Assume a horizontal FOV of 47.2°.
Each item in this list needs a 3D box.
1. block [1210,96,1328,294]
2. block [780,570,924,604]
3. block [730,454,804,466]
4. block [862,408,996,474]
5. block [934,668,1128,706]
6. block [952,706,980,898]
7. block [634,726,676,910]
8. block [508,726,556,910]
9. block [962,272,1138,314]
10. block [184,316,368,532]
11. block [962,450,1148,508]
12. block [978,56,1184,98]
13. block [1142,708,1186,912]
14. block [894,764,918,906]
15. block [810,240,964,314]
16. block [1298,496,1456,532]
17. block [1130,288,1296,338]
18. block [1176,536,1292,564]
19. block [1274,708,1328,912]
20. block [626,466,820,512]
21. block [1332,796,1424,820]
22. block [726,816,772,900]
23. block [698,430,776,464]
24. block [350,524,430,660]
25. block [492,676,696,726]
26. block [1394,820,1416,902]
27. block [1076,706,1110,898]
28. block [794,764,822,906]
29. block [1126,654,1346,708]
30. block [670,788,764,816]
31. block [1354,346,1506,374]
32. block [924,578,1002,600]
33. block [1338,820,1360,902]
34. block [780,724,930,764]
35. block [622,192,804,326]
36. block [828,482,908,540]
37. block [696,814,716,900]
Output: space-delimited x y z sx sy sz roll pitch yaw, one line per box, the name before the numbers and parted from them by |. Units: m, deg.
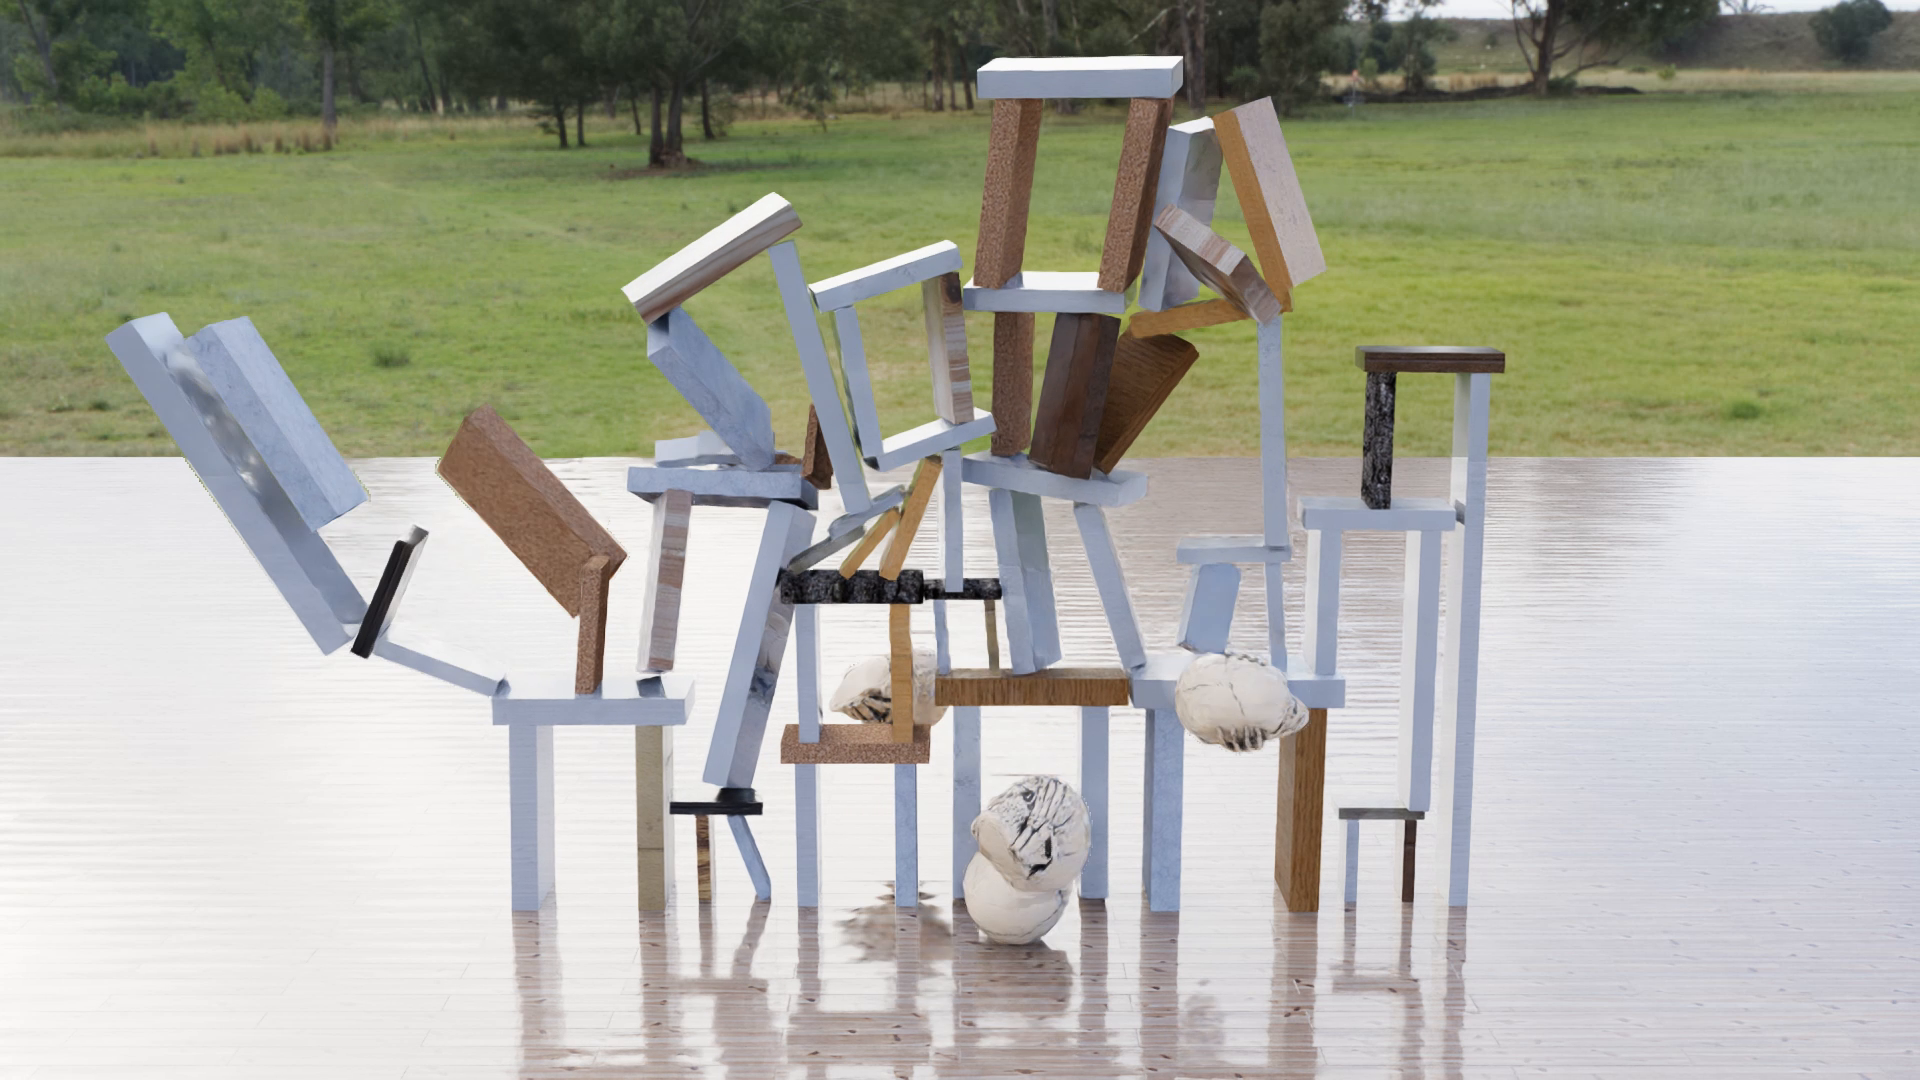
block | 0.482 -0.536 3.413 0.041 0.286 0.143 -15 9 34
block | -0.174 0.075 3.577 0.229 0.032 0.114 0 11 -1
block | -0.329 -0.131 3.714 0.133 0.019 0.067 5 -8 25
block | -0.052 -0.162 3.552 0.202 0.029 0.101 -21 15 -13
block | 0.116 0.243 3.651 0.315 0.045 0.157 0 3 0
block | 0.010 0.423 3.657 0.045 0.315 0.158 0 3 0
block | -0.503 0.437 3.640 0.044 0.311 0.155 0 11 -1
block | -0.707 0.437 3.639 0.044 0.310 0.155 1 11 0
block | 0.146 -0.401 3.549 0.261 0.037 0.130 2 20 13
block | -1.092 -0.189 3.527 0.050 0.354 0.177 -31 8 6
block | 0.153 -0.103 3.618 0.279 0.040 0.139 11 12 22
block | 0.189 -0.719 3.418 0.300 0.042 0.150 2 20 12
block | 0.335 0.423 3.638 0.048 0.339 0.170 0 10 0
block | -0.089 0.471 3.645 0.034 0.242 0.121 0 10 0
block | -0.119 -0.420 3.499 0.237 0.034 0.118 -19 15 -4
block | 0.672 -0.043 3.558 0.238 0.034 0.119 1 10 2
block | 0.406 -0.366 3.527 0.254 0.036 0.127 -9 7 12
block | 0.447 0.016 3.578 0.183 0.026 0.091 -2 10 10
block | 0.562 0.423 3.637 0.048 0.339 0.170 1 11 0
block | -0.394 -0.085 3.684 0.293 0.042 0.147 3 -7 8
block | 0.690 0.442 3.636 0.141 0.020 0.071 0 10 0
block | -0.351 0.516 3.658 0.022 0.152 0.076 -21 12 -2
block | -0.372 -0.155 3.662 0.128 0.018 0.064 1 40 -6
block | -0.924 0.083 3.568 0.029 0.207 0.103 24 13 -5
block | -0.598 0.262 3.609 0.310 0.044 0.155 0 11 -1
block | 0.739 0.521 3.652 0.020 0.141 0.071 0 10 0
block | 0.220 0.423 3.657 0.045 0.315 0.158 0 3 0
block | -0.250 0.471 3.645 0.034 0.242 0.121 0 10 0
block | 0.448 0.231 3.607 0.339 0.048 0.170 0 10 0
block | -0.402 0.432 3.630 0.152 0.022 0.076 1 10 -6
block | 0.747 -0.288 3.505 0.219 0.031 0.109 1 10 2
block | 0.003 0.081 3.632 0.126 0.018 0.063 0 14 -5
block | 0.645 0.521 3.652 0.020 0.141 0.071 0 11 0
block | -0.170 0.335 3.620 0.242 0.034 0.121 0 10 0
block | -0.393 -0.447 3.472 0.289 0.041 0.144 -33 22 -5
block | -0.150 -0.046 3.567 0.134 0.019 0.067 -29 10 8
block | -0.423 0.514 3.659 0.022 0.152 0.076 -1 11 0
